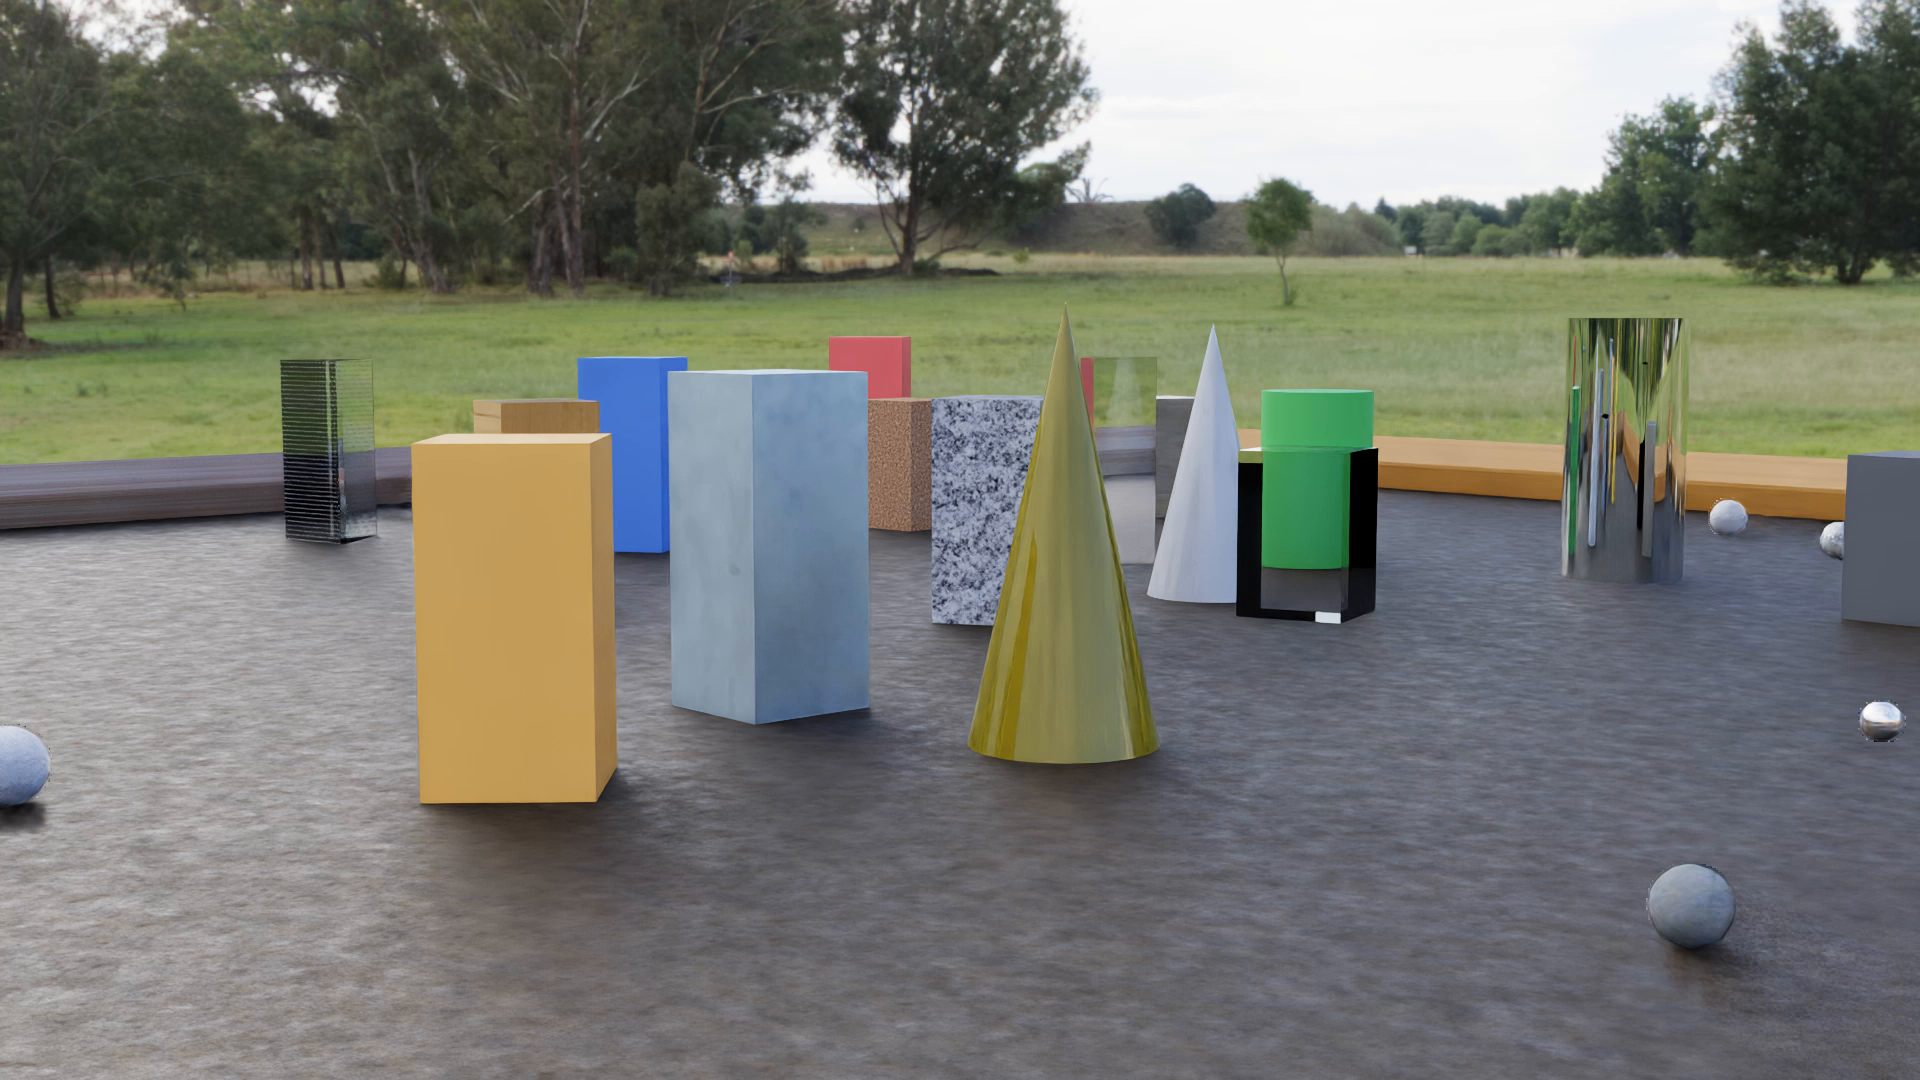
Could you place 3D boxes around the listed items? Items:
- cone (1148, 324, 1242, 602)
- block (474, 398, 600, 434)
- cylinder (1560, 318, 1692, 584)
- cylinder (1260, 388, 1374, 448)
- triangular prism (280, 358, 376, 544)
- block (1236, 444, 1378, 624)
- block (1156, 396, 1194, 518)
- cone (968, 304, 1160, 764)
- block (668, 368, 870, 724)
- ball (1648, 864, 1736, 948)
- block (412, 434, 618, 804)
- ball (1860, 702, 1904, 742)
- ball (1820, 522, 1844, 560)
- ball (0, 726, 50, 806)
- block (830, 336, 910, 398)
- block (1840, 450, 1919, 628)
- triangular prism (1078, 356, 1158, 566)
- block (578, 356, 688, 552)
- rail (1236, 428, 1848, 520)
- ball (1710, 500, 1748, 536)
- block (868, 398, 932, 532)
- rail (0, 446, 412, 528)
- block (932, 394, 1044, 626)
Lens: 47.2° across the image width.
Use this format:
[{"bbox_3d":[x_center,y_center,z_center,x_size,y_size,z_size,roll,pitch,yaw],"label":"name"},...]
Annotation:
[{"bbox_3d":[0.394,-0.126,3.440,0.198,0.426,0.198,0,6,0],"label":"cone"},{"bbox_3d":[-0.677,-0.072,3.524,0.159,0.302,0.159,-3,7,-27],"label":"block"},{"bbox_3d":[1.112,-0.154,3.676,0.198,0.432,0.198,0,6,0],"label":"cylinder"},{"bbox_3d":[0.637,-0.116,3.936,0.198,0.302,0.198,0,6,0],"label":"cylinder"},{"bbox_3d":[-1.207,-0.178,4.302,0.172,0.350,0.149,4,7,35],"label":"triangular prism"},{"bbox_3d":[0.511,-0.013,3.234,0.159,0.243,0.159,3,7,28],"label":"block"},{"bbox_3d":[0.431,-0.185,4.826,0.159,0.256,0.159,-2,6,-22],"label":"block"},{"bbox_3d":[0.106,-0.015,2.244,0.198,0.453,0.198,0,6,0],"label":"cone"},{"bbox_3d":[-0.214,0.000,2.465,0.159,0.377,0.159,-5,8,-41],"label":"block"},{"bbox_3d":[0.513,0.257,1.542,0.058,0.058,0.058,0,6,0],"label":"ball"},{"bbox_3d":[-0.413,0.068,2.059,0.159,0.326,0.159,0,6,-2],"label":"block"},{"bbox_3d":[0.955,0.188,2.279,0.042,0.042,0.042,0,6,0],"label":"ball"},{"bbox_3d":[1.581,0.001,3.949,0.068,0.068,0.068,0,6,0],"label":"ball"},{"bbox_3d":[-0.859,0.204,1.984,0.072,0.072,0.072,0,6,0],"label":"ball"},{"bbox_3d":[-0.196,-0.253,4.841,0.159,0.387,0.159,1,6,6],"label":"block"},{"bbox_3d":[1.390,-0.004,3.171,0.159,0.238,0.159,-5,8,-41],"label":"block"},{"bbox_3d":[0.234,-0.142,3.893,0.172,0.364,0.149,-4,7,-32],"label":"triangular prism"},{"bbox_3d":[-0.612,-0.164,4.135,0.159,0.357,0.159,1,6,12],"label":"block"},{"bbox_3d":[1.668,-0.126,4.863,0.045,0.129,4.380,-5,8,-42],"label":"rail"},{"bbox_3d":[1.524,-0.044,4.362,0.071,0.071,0.071,0,6,0],"label":"ball"},{"bbox_3d":[-0.105,-0.159,4.546,0.159,0.262,0.159,5,8,42],"label":"block"},{"bbox_3d":[-1.469,-0.132,4.915,4.587,0.129,0.045,-5,8,-42],"label":"rail"},{"bbox_3d":[0.059,-0.046,3.183,0.159,0.320,0.159,2,6,17],"label":"block"}]
